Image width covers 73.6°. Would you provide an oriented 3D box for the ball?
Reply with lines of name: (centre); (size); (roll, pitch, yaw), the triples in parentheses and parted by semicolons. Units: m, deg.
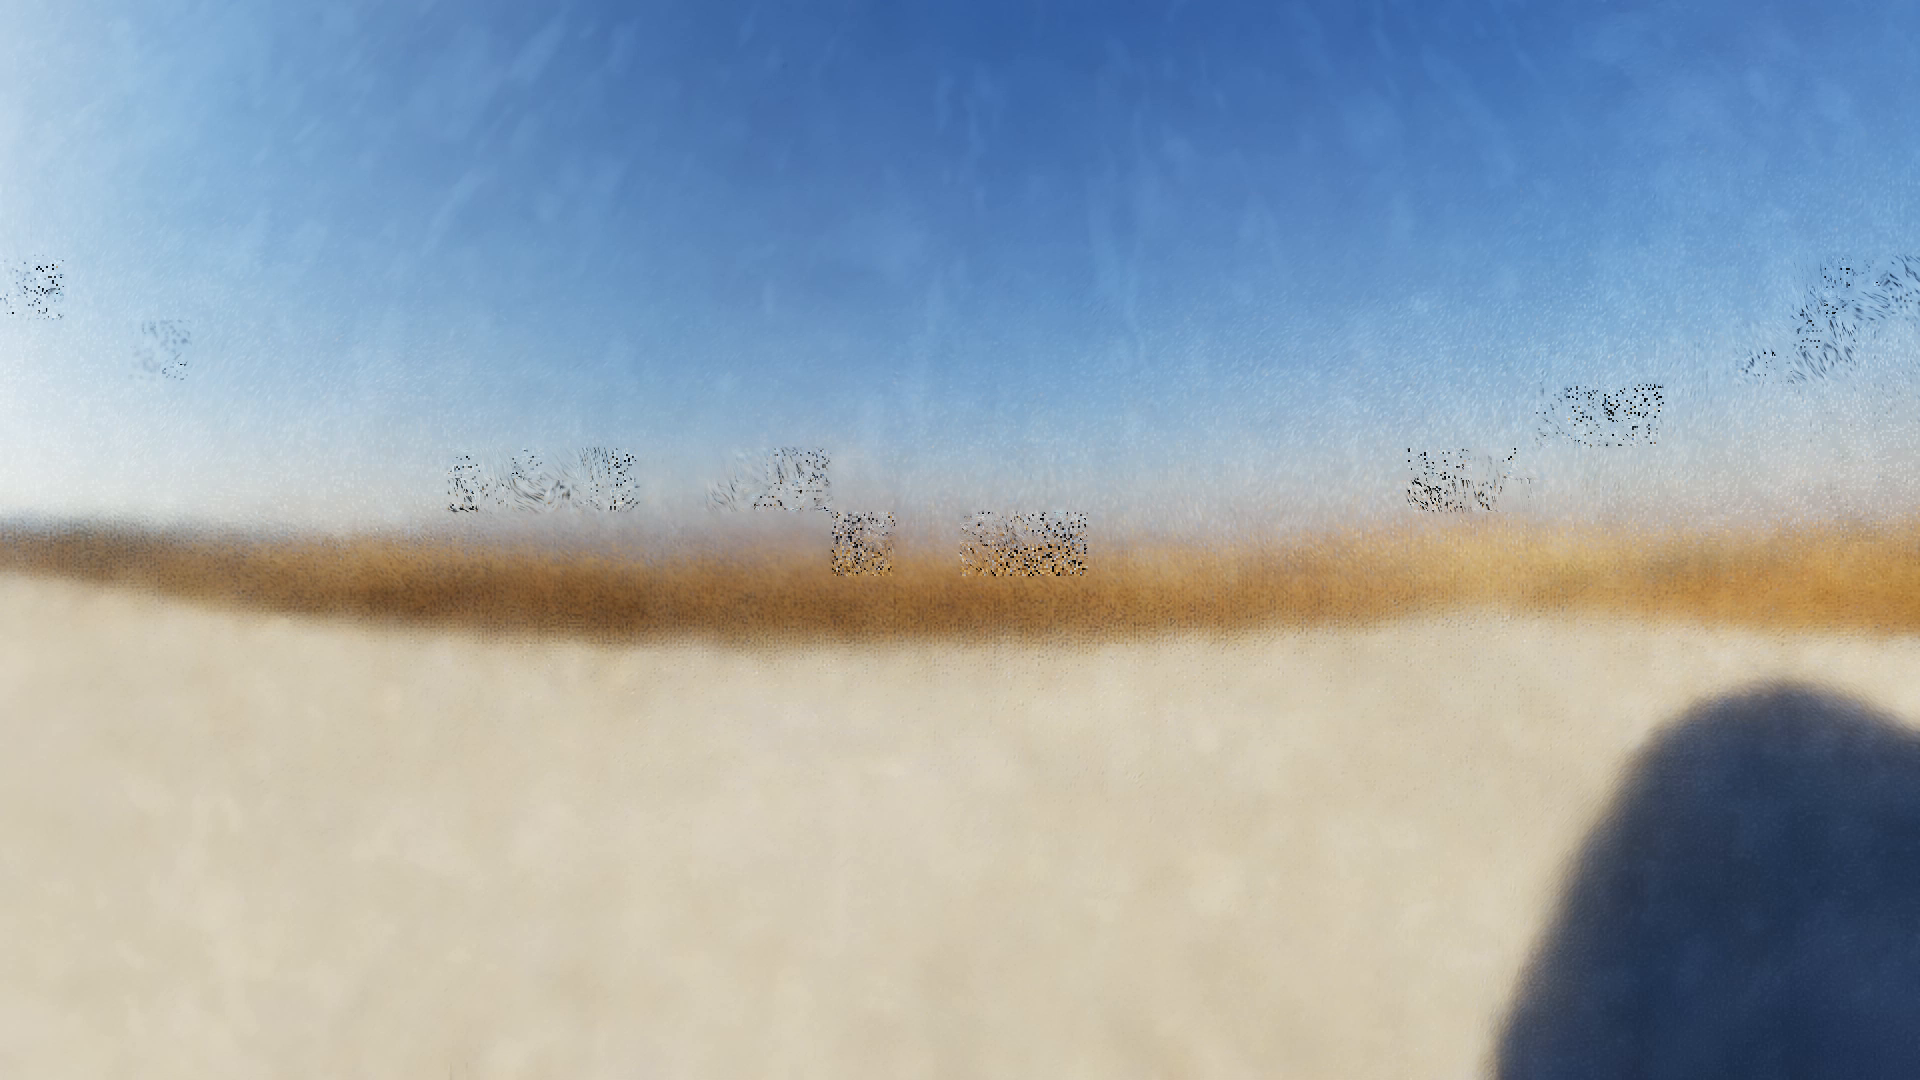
ball: (0.000, -0.002, 0.056); (0.080, 0.080, 0.080); (0, 4, 0)
